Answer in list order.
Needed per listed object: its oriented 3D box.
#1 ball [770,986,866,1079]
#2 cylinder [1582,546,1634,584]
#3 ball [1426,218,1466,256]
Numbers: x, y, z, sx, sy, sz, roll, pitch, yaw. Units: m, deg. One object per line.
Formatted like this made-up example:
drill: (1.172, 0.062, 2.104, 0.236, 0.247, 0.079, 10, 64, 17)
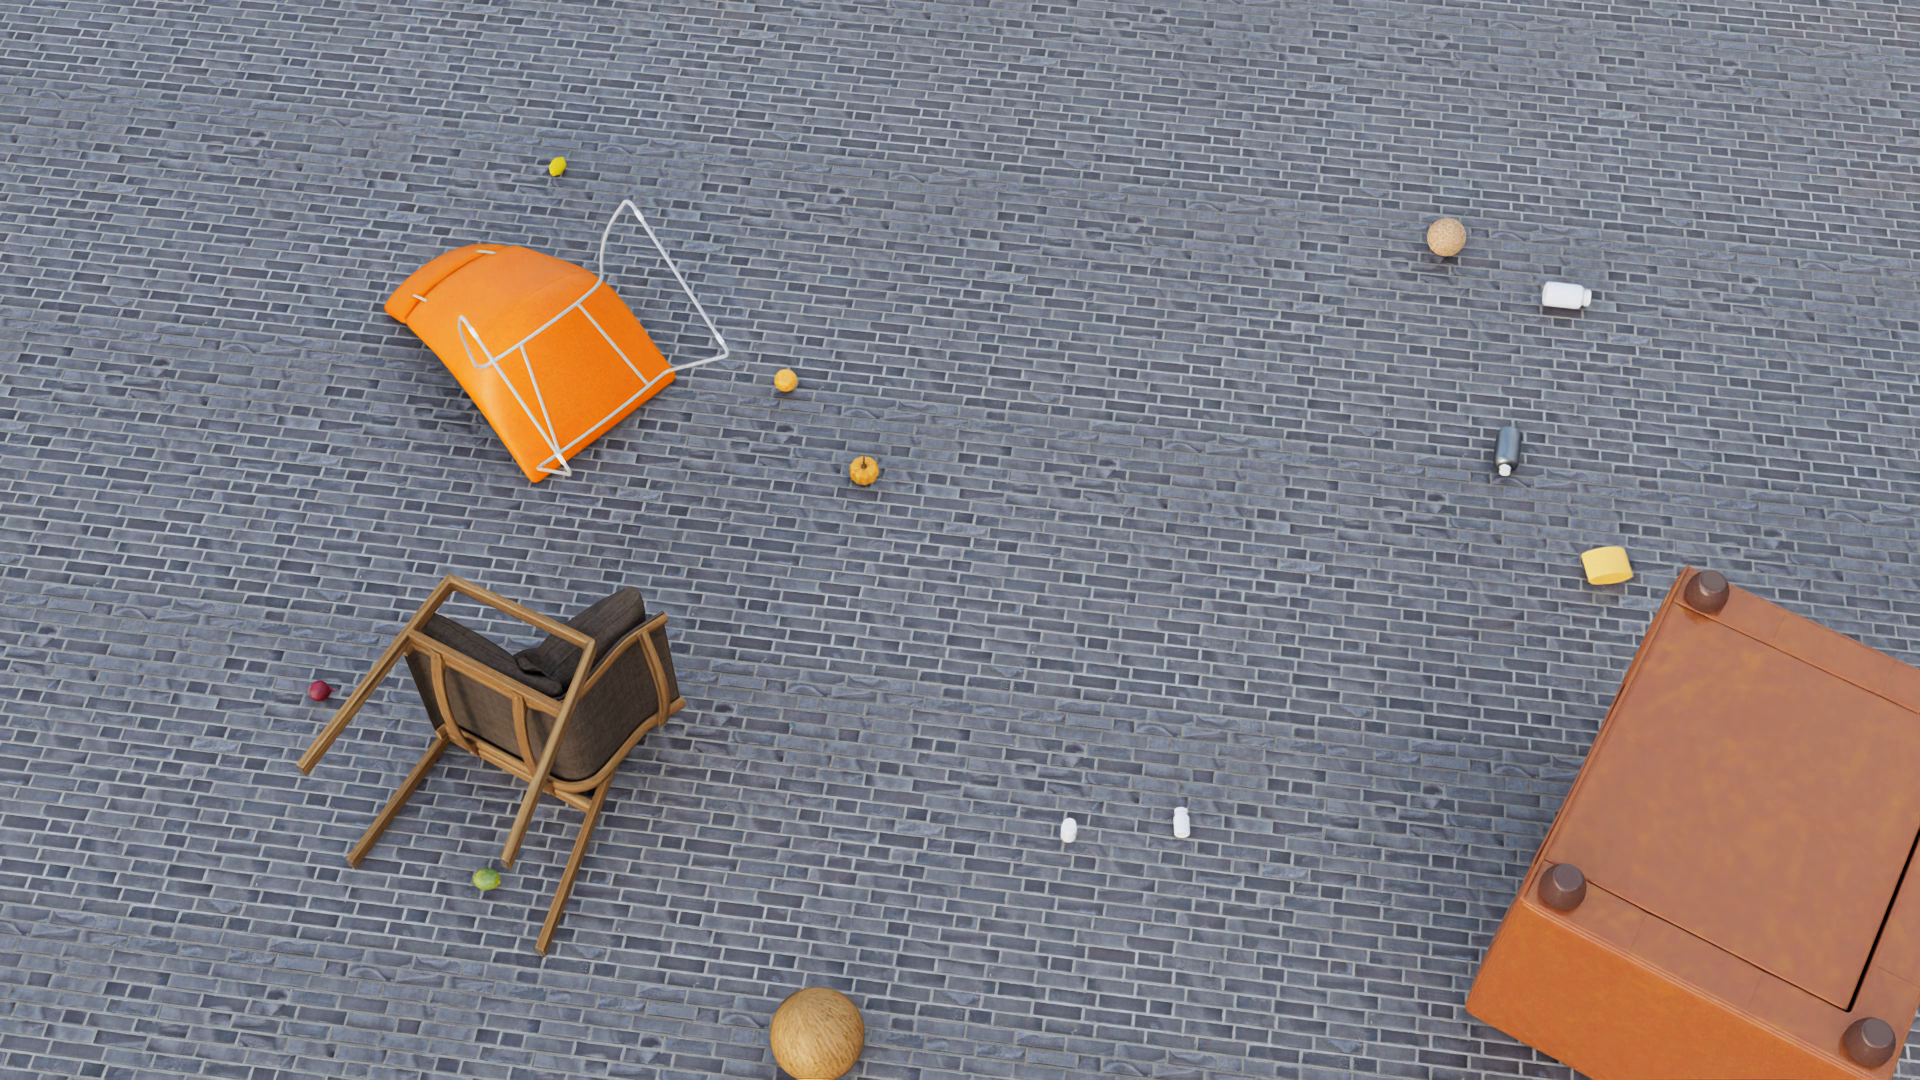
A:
ball: (-0.362, 1.257, 5.585, 0.242, 0.242, 0.242, 0, 56, 0)
cylinder: (1.909, 0.075, 6.488, 0.130, 0.058, 0.092, -7, 56, 1)
ball: (1.585, -0.986, 7.160, 0.126, 0.126, 0.126, 0, 56, 0)
